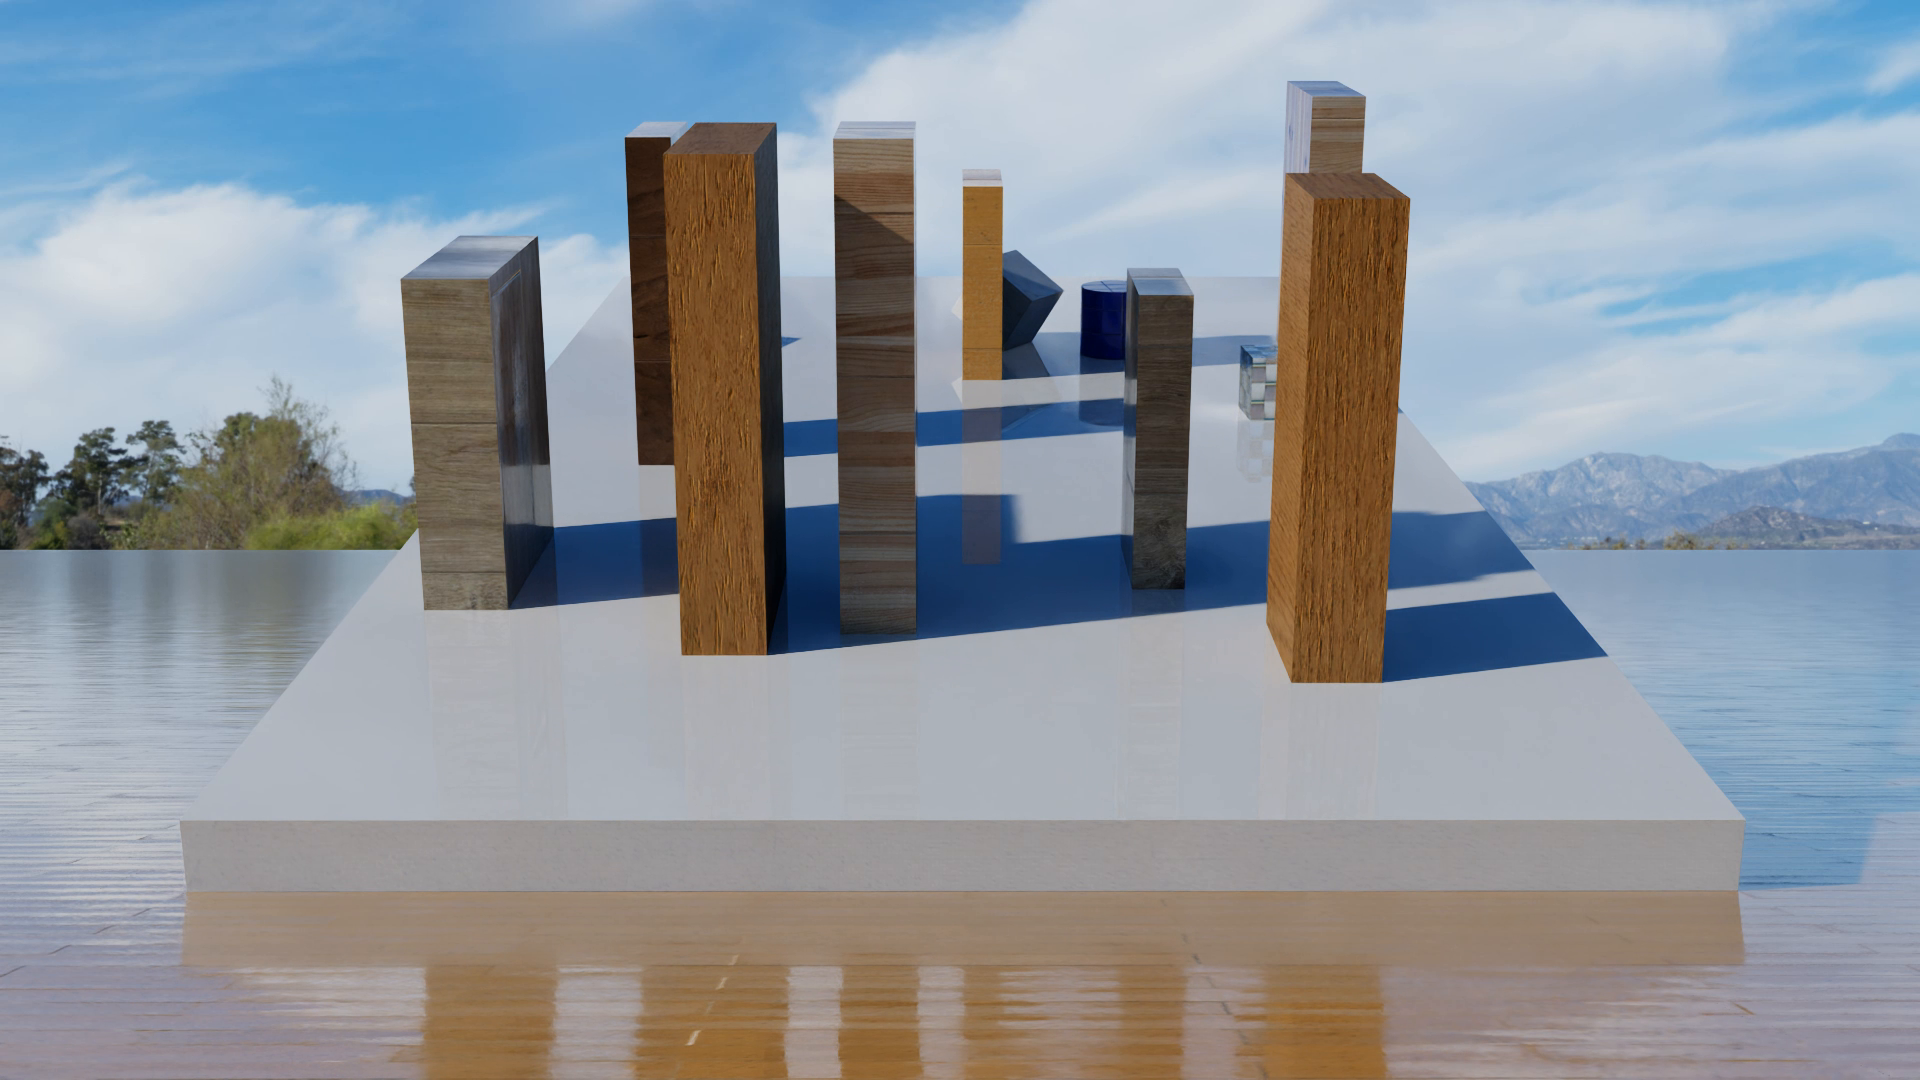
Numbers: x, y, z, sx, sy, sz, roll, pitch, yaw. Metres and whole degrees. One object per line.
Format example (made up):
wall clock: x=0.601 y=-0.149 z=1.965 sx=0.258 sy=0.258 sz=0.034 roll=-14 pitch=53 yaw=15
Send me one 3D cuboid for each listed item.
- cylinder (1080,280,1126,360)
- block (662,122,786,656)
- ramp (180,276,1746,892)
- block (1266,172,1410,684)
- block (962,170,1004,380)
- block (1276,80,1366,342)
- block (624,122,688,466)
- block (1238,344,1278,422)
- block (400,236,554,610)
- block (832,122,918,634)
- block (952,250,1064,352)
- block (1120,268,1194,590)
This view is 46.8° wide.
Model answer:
cylinder: x=0.388 y=-0.554 z=5.573 sx=0.170 sy=0.170 sz=0.170 roll=0 pitch=17 yaw=0
block: x=-0.365 y=-0.251 z=3.521 sx=0.132 sy=0.769 sz=0.431 roll=0 pitch=17 yaw=0
ramp: x=-0.003 y=-0.169 z=4.760 sx=2.000 sy=0.100 sz=4.000 roll=0 pitch=17 yaw=0
block: x=0.562 y=-0.172 z=3.341 sx=0.135 sy=0.722 sz=0.279 roll=0 pitch=17 yaw=0
block: x=0.053 y=-0.648 z=5.378 sx=0.094 sy=0.461 sz=0.313 roll=0 pitch=17 yaw=0
block: x=0.884 y=-0.776 z=5.461 sx=0.125 sy=0.662 sz=0.407 roll=0 pitch=17 yaw=0
block: x=-0.612 y=-0.511 z=4.569 sx=0.090 sy=0.664 sz=0.285 roll=0 pitch=17 yaw=0
block: x=0.708 y=-0.352 z=4.952 sx=0.142 sy=0.142 sz=0.142 roll=-1 pitch=17 yaw=-4
block: x=-0.810 y=-0.210 z=3.767 sx=0.137 sy=0.547 sz=0.440 roll=0 pitch=17 yaw=0
block: x=-0.130 y=-0.258 z=3.524 sx=0.120 sy=0.780 sz=0.240 roll=0 pitch=17 yaw=0
block: x=0.122 y=-0.609 z=5.643 sx=0.170 sy=0.170 sz=0.170 roll=42 pitch=32 yaw=15
block: x=0.335 y=-0.195 z=3.798 sx=0.089 sy=0.502 sz=0.261 roll=0 pitch=17 yaw=0
